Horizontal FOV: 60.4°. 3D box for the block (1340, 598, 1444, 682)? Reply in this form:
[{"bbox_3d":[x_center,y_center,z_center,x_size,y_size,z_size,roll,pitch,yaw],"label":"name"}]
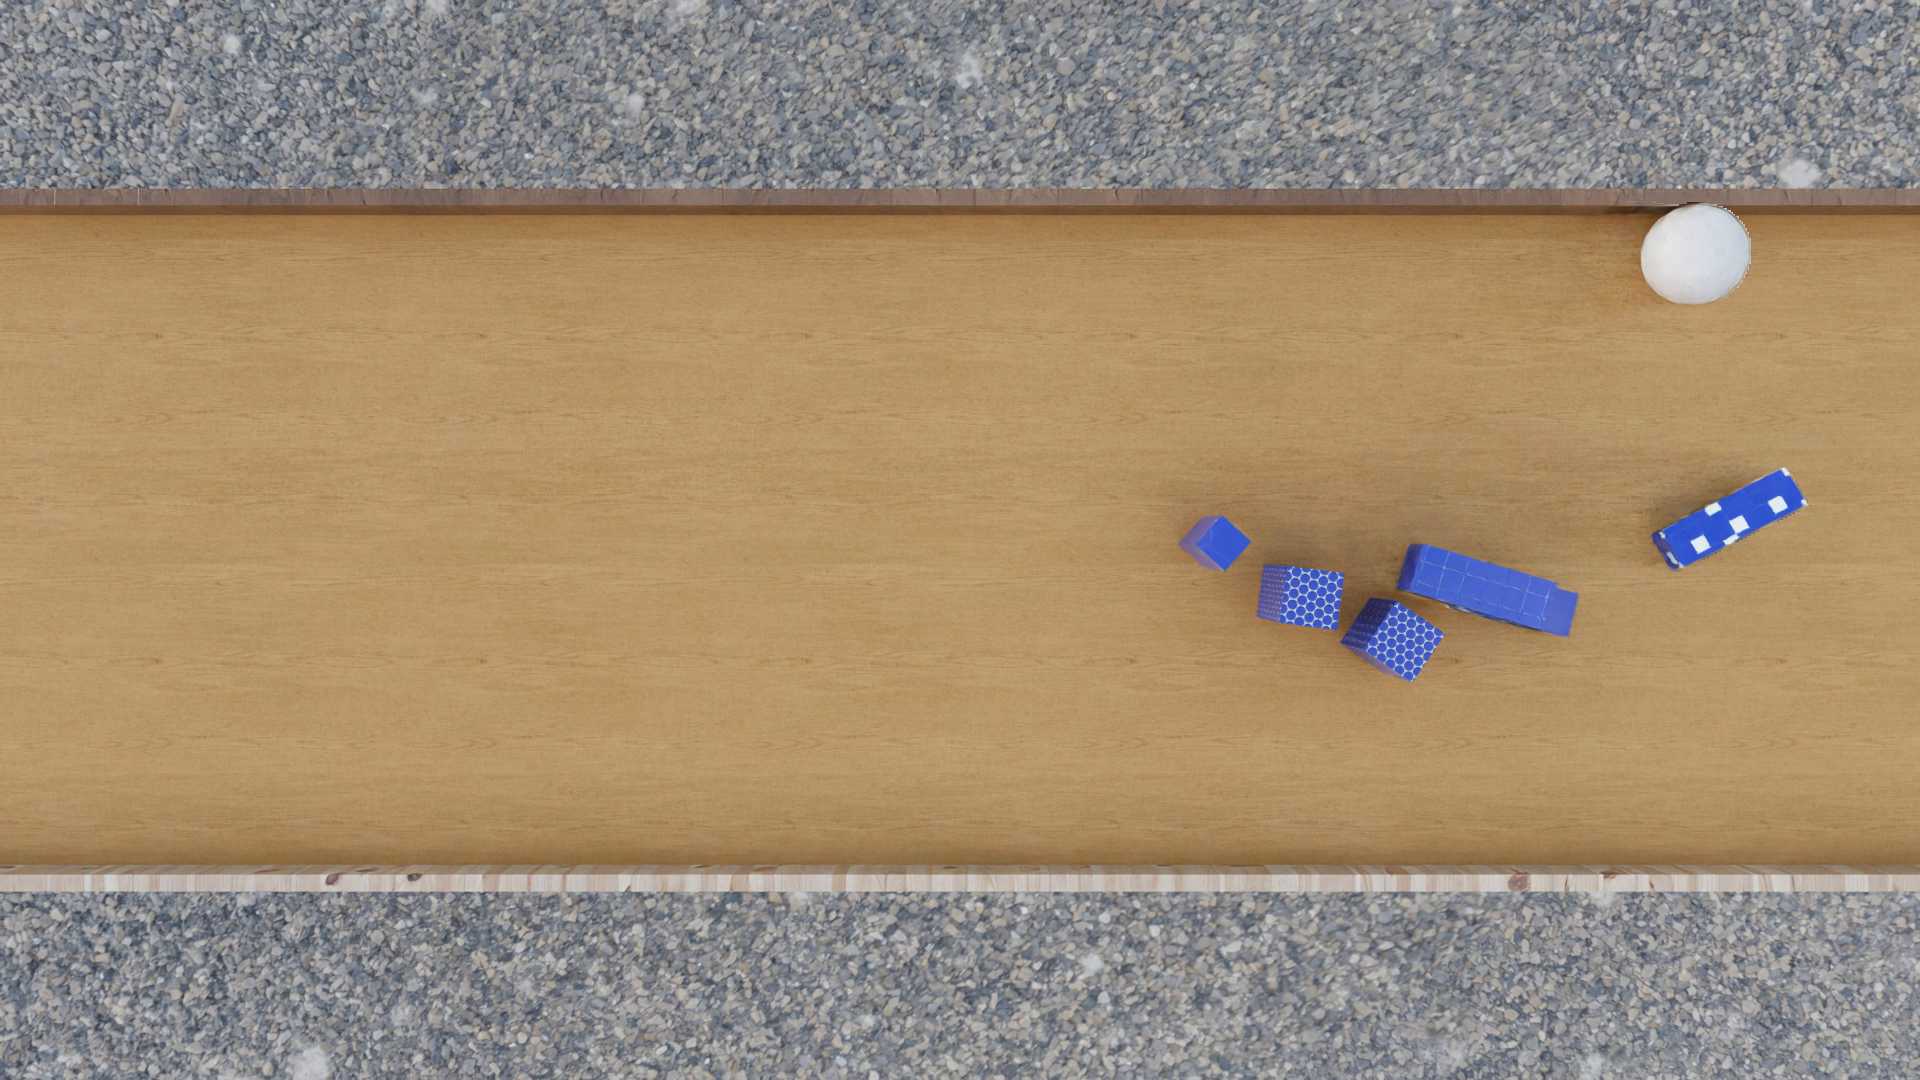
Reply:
[{"bbox_3d":[1.287,0.294,4.925,0.170,0.303,0.170,34,90,0],"label":"block"}]

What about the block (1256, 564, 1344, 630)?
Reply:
[{"bbox_3d":[1.005,0.166,4.893,0.164,0.367,0.164,8,90,0],"label":"block"}]

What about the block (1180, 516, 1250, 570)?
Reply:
[{"bbox_3d":[0.751,0.009,4.889,0.113,0.376,0.113,42,90,0],"label":"block"}]

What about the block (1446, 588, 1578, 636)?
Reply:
[{"bbox_3d":[1.674,0.184,5.010,0.339,0.134,0.134,14,90,0],"label":"block"}]

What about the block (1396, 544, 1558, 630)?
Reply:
[{"bbox_3d":[1.523,0.136,4.870,0.408,0.143,0.143,16,90,0],"label":"block"}]

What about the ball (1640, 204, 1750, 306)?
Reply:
[{"bbox_3d":[2.194,-0.851,4.928,0.298,0.298,0.298,0,90,0],"label":"ball"}]

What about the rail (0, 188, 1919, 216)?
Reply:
[{"bbox_3d":[-2.247,-1.025,5.002,12.000,0.150,0.050,0,90,0],"label":"rail"}]

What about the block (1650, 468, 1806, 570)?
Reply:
[{"bbox_3d":[2.306,-0.062,4.958,0.401,0.124,0.124,-28,82,4],"label":"block"}]

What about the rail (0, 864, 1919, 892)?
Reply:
[{"bbox_3d":[-2.247,1.025,5.001,12.000,0.150,0.050,0,90,0],"label":"rail"}]
